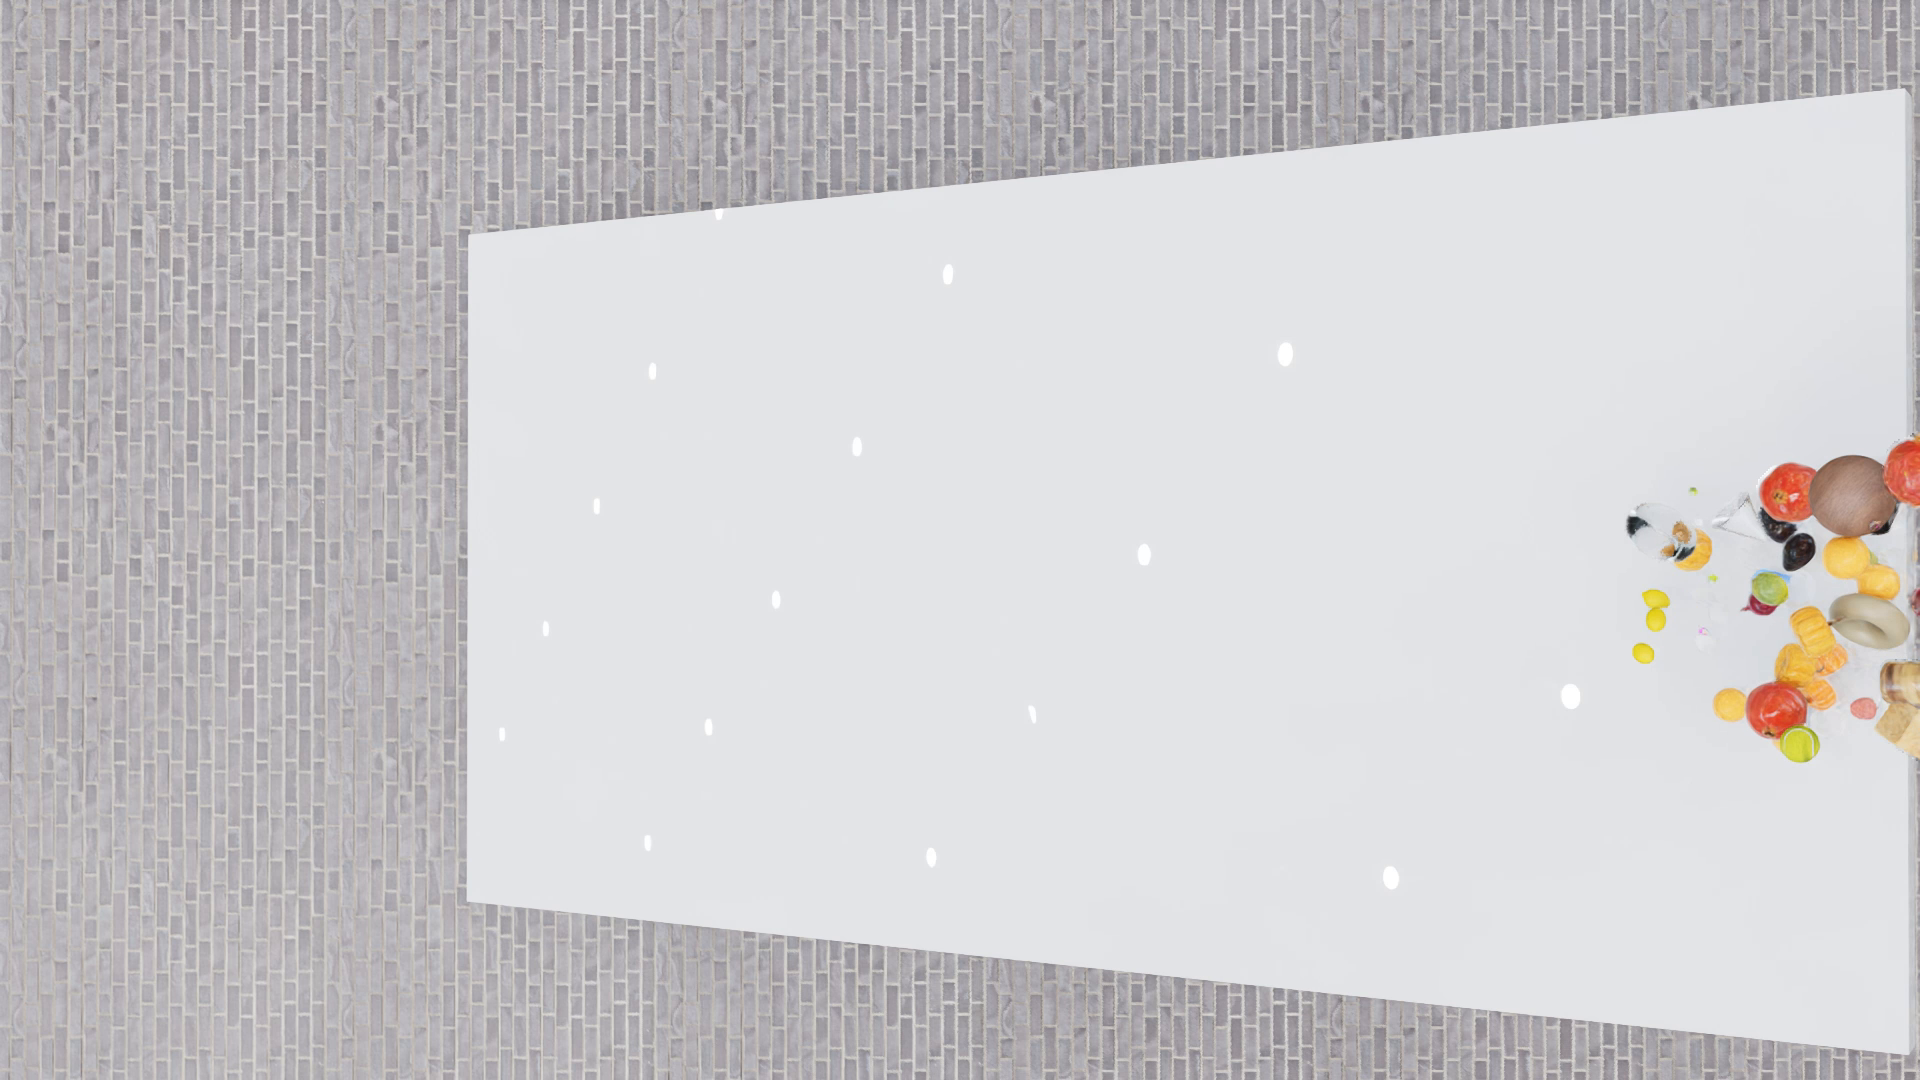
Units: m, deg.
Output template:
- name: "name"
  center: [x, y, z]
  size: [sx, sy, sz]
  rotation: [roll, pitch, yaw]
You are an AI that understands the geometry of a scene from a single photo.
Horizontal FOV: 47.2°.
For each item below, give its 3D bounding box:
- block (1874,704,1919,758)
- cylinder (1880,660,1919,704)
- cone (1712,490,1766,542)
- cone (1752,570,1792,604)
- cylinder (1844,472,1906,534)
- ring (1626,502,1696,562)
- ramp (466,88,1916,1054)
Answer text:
- name: "block"
  center: [1.791, 0.356, 4.139]
  size: [0.079, 0.079, 0.079]
  rotation: [28, 101, -15]
- name: "cylinder"
  center: [1.725, 0.259, 3.989]
  size: [0.079, 0.079, 0.079]
  rotation: [3, 85, -39]
- name: "cone"
  center: [1.516, -0.028, 4.229]
  size: [0.096, 0.096, 0.096]
  rotation: [41, 90, -1]
- name: "cone"
  center: [1.699, 0.086, 4.553]
  size: [0.078, 0.078, 0.078]
  rotation: [-20, 89, -32]
- name: "cylinder"
  center: [1.766, -0.070, 4.243]
  size: [0.087, 0.087, 0.087]
  rotation: [31, 72, 0]
- name: "ring"
  center: [1.387, -0.015, 4.349]
  size: [0.145, 0.145, 0.048]
  rotation: [19, 133, 0]
- name: "ramp"
  center: [0.267, 0.073, 5.617]
  size: [4.000, 0.100, 2.000]
  rotation: [0, 89, 31]
